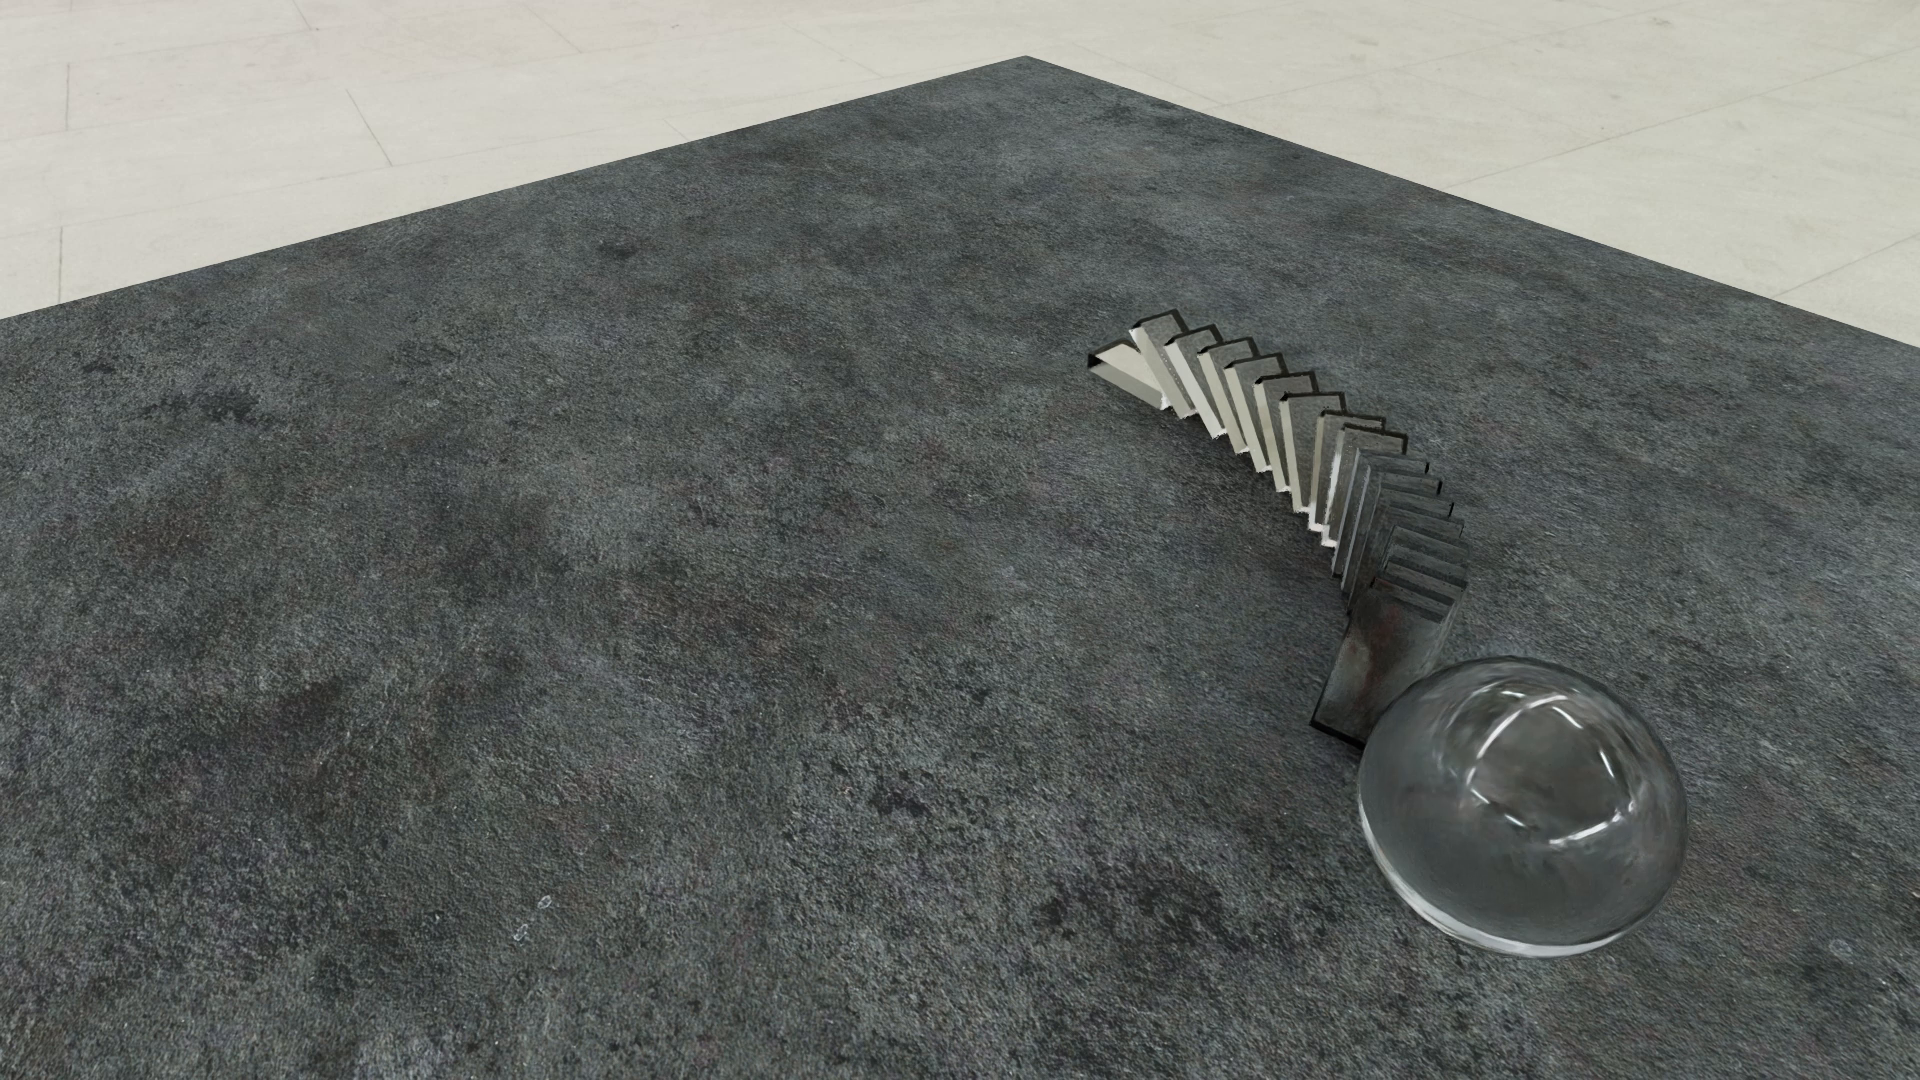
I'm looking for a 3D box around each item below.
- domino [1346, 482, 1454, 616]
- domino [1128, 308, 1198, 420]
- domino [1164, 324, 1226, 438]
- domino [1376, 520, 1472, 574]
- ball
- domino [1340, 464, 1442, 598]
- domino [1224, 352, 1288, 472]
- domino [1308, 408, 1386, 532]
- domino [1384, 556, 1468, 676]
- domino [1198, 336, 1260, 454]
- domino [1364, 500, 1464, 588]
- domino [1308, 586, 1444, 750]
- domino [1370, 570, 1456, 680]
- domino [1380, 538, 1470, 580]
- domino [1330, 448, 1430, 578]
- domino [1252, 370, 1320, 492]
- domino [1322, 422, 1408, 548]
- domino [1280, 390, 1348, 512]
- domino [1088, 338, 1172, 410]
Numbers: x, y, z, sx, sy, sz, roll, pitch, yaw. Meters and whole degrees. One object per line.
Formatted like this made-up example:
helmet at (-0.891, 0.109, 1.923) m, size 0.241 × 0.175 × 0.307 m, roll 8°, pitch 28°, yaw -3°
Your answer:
domino at (0.161, 0.006, 0.404) m, size 0.025 × 0.050 × 0.009 m, roll 14°, pitch 20°, yaw 16°
domino at (0.104, -0.084, 0.525) m, size 0.025 × 0.010 × 0.050 m, roll -22°, pitch 78°, yaw -28°
domino at (0.118, -0.075, 0.514) m, size 0.025 × 0.010 × 0.050 m, roll -20°, pitch 77°, yaw -22°
domino at (0.157, 0.021, 0.386) m, size 0.025 × 0.050 × 0.010 m, roll 23°, pitch 23°, yaw 25°
ball at (0.151, 0.072, 0.300) m, size 0.080 × 0.080 × 0.080 m, roll 0°, pitch 39°, yaw 0°
domino at (0.161, -0.001, 0.413) m, size 0.025 × 0.050 × 0.010 m, roll 11°, pitch 19°, yaw 13°
domino at (0.138, -0.057, 0.491) m, size 0.025 × 0.009 × 0.050 m, roll -12°, pitch 78°, yaw -14°
domino at (0.160, -0.028, 0.454) m, size 0.025 × 0.009 × 0.050 m, roll 9°, pitch 77°, yaw 4°
domino at (0.149, 0.033, 0.371) m, size 0.025 × 0.050 × 0.009 m, roll 23°, pitch 23°, yaw 25°
domino at (0.130, -0.066, 0.502) m, size 0.025 × 0.009 × 0.050 m, roll -15°, pitch 79°, yaw -18°
domino at (0.160, 0.014, 0.395) m, size 0.025 × 0.050 × 0.009 m, roll 18°, pitch 21°, yaw 20°
domino at (0.135, 0.043, 0.359) m, size 0.025 × 0.050 × 0.010 m, roll 24°, pitch 24°, yaw 27°
domino at (0.142, 0.038, 0.365) m, size 0.025 × 0.050 × 0.009 m, roll 24°, pitch 24°, yaw 27°
domino at (0.153, 0.027, 0.378) m, size 0.025 × 0.050 × 0.010 m, roll 23°, pitch 23°, yaw 25°
domino at (0.160, -0.008, 0.421) m, size 0.025 × 0.050 × 0.009 m, roll 10°, pitch 19°, yaw 12°
domino at (0.146, -0.047, 0.479) m, size 0.025 × 0.010 × 0.050 m, roll -7°, pitch 77°, yaw -9°
domino at (0.163, -0.020, 0.442) m, size 0.025 × 0.010 × 0.050 m, roll 12°, pitch 77°, yaw 5°
domino at (0.152, -0.038, 0.466) m, size 0.025 × 0.009 × 0.050 m, roll -3°, pitch 77°, yaw -4°
domino at (0.090, -0.083, 0.545) m, size 0.025 × 0.009 × 0.050 m, roll -28°, pitch 47°, yaw -30°
